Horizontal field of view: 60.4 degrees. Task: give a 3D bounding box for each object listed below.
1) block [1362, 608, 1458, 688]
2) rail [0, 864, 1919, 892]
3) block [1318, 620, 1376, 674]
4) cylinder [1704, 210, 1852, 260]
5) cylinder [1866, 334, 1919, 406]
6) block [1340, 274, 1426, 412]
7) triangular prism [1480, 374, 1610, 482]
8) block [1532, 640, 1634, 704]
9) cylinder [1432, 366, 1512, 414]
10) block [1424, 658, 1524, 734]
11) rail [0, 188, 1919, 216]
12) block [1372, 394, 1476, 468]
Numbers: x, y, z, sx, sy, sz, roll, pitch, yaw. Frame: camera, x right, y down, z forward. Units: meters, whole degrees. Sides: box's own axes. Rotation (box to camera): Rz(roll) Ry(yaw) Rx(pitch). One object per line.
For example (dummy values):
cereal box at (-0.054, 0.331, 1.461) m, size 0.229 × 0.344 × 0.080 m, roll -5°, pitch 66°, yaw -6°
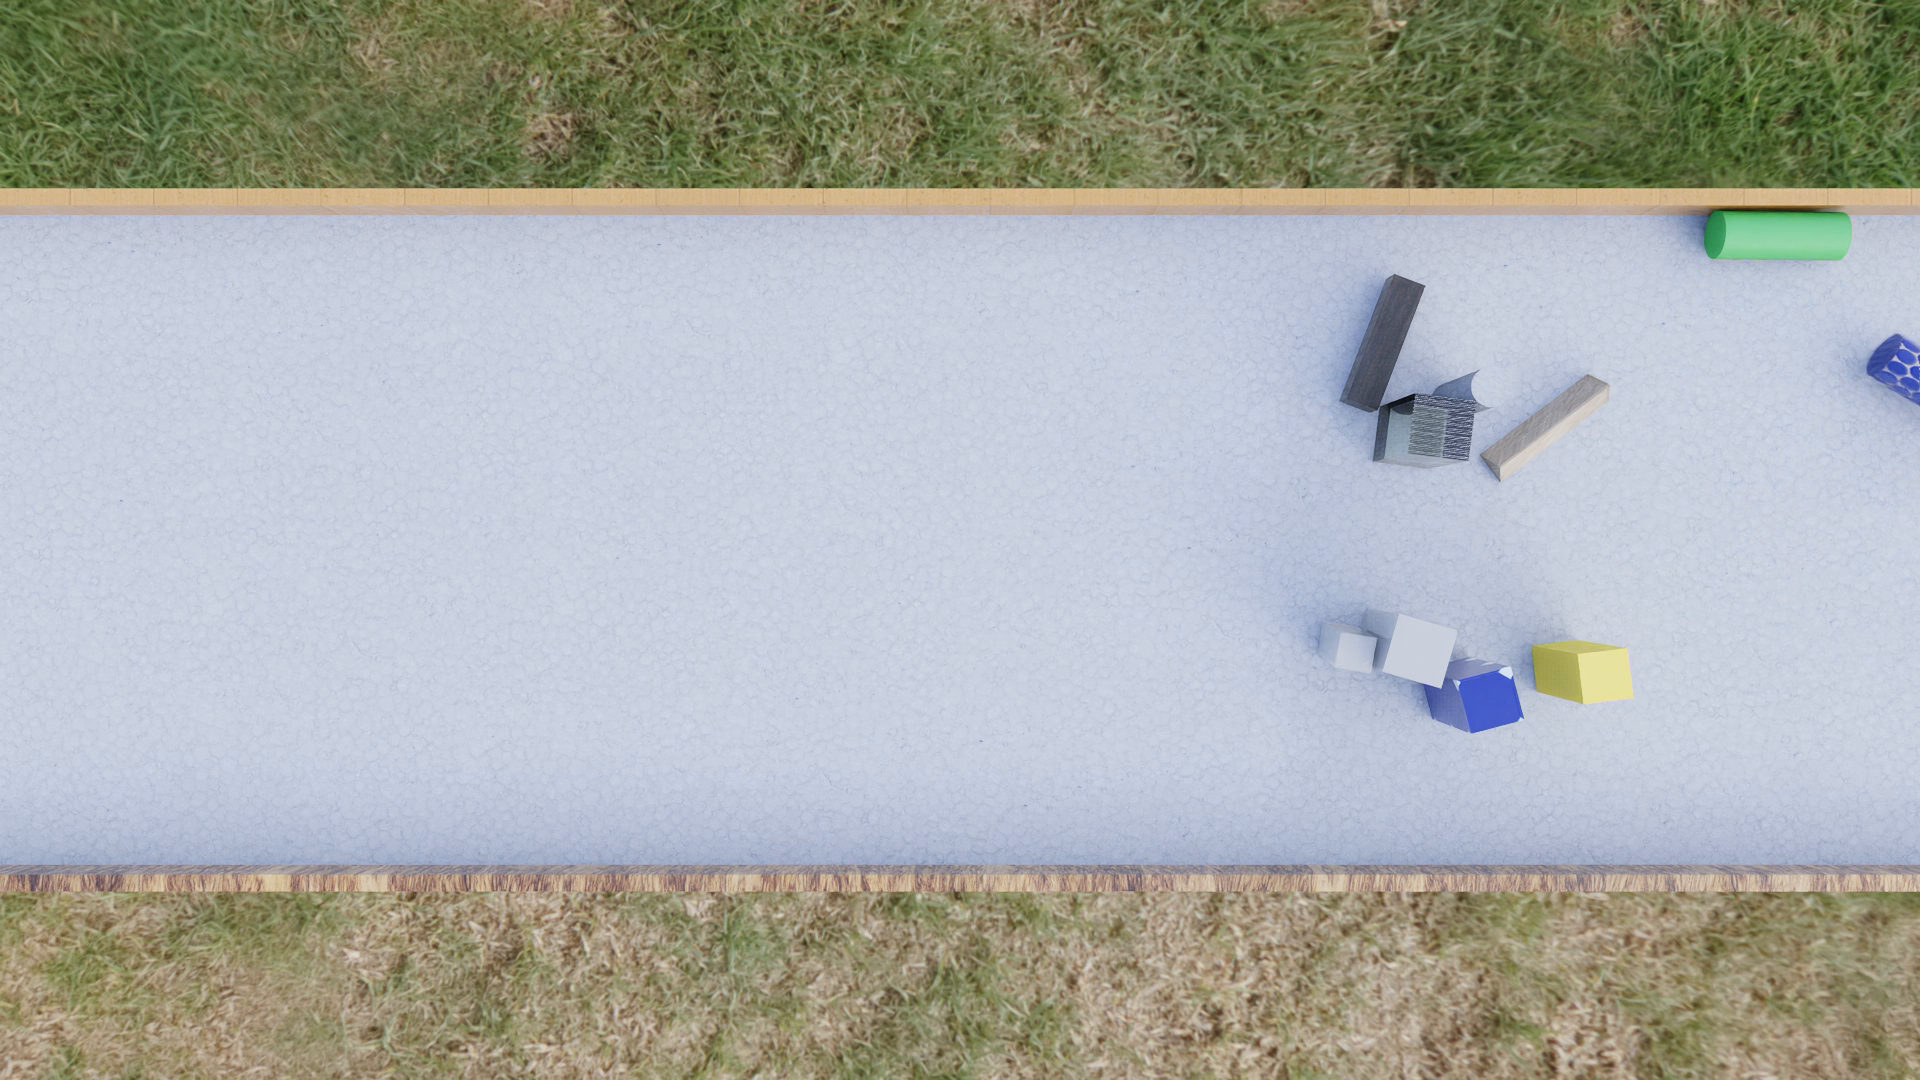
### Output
block at (1.300, 0.314, 4.849) m, size 0.169 × 0.447 × 0.169 m, roll 16°, pitch 90°, yaw 2°
rail at (-2.247, 1.025, 5.001) m, size 12.000 × 0.150 × 0.050 m, roll 0°, pitch 90°, yaw 0°
block at (1.145, 0.315, 4.892) m, size 0.103 × 0.357 × 0.103 m, roll 10°, pitch 93°, yaw 4°
cylinder at (2.480, -0.923, 5.004) m, size 0.377 × 0.146 × 0.146 m, roll 1°, pitch 90°, yaw 0°
cylinder at (2.950, -0.472, 5.004) m, size 0.345 × 0.145 × 0.145 m, roll 31°, pitch 90°, yaw 0°
block at (1.286, -0.597, 5.026) m, size 0.100 × 0.100 × 0.403 m, roll 21°, pitch 90°, yaw 0°
triangular prism at (1.796, -0.344, 5.029) m, size 0.415 × 0.091 × 0.105 m, roll -37°, pitch 90°, yaw 0°
block at (1.839, 0.388, 4.887) m, size 0.144 × 0.379 × 0.144 m, roll -7°, pitch 90°, yaw 0°
cylinder at (1.513, -0.432, 4.893) m, size 0.117 × 0.361 × 0.117 m, roll 0°, pitch 88°, yaw -2°
block at (1.509, 0.456, 4.883) m, size 0.157 × 0.388 × 0.157 m, roll -15°, pitch 90°, yaw 0°
rail at (-2.247, -1.025, 5.002) m, size 12.000 × 0.150 × 0.050 m, roll 0°, pitch 90°, yaw 0°
block at (1.361, -0.316, 4.858) m, size 0.172 × 0.433 × 0.172 m, roll 7°, pitch 90°, yaw 1°
